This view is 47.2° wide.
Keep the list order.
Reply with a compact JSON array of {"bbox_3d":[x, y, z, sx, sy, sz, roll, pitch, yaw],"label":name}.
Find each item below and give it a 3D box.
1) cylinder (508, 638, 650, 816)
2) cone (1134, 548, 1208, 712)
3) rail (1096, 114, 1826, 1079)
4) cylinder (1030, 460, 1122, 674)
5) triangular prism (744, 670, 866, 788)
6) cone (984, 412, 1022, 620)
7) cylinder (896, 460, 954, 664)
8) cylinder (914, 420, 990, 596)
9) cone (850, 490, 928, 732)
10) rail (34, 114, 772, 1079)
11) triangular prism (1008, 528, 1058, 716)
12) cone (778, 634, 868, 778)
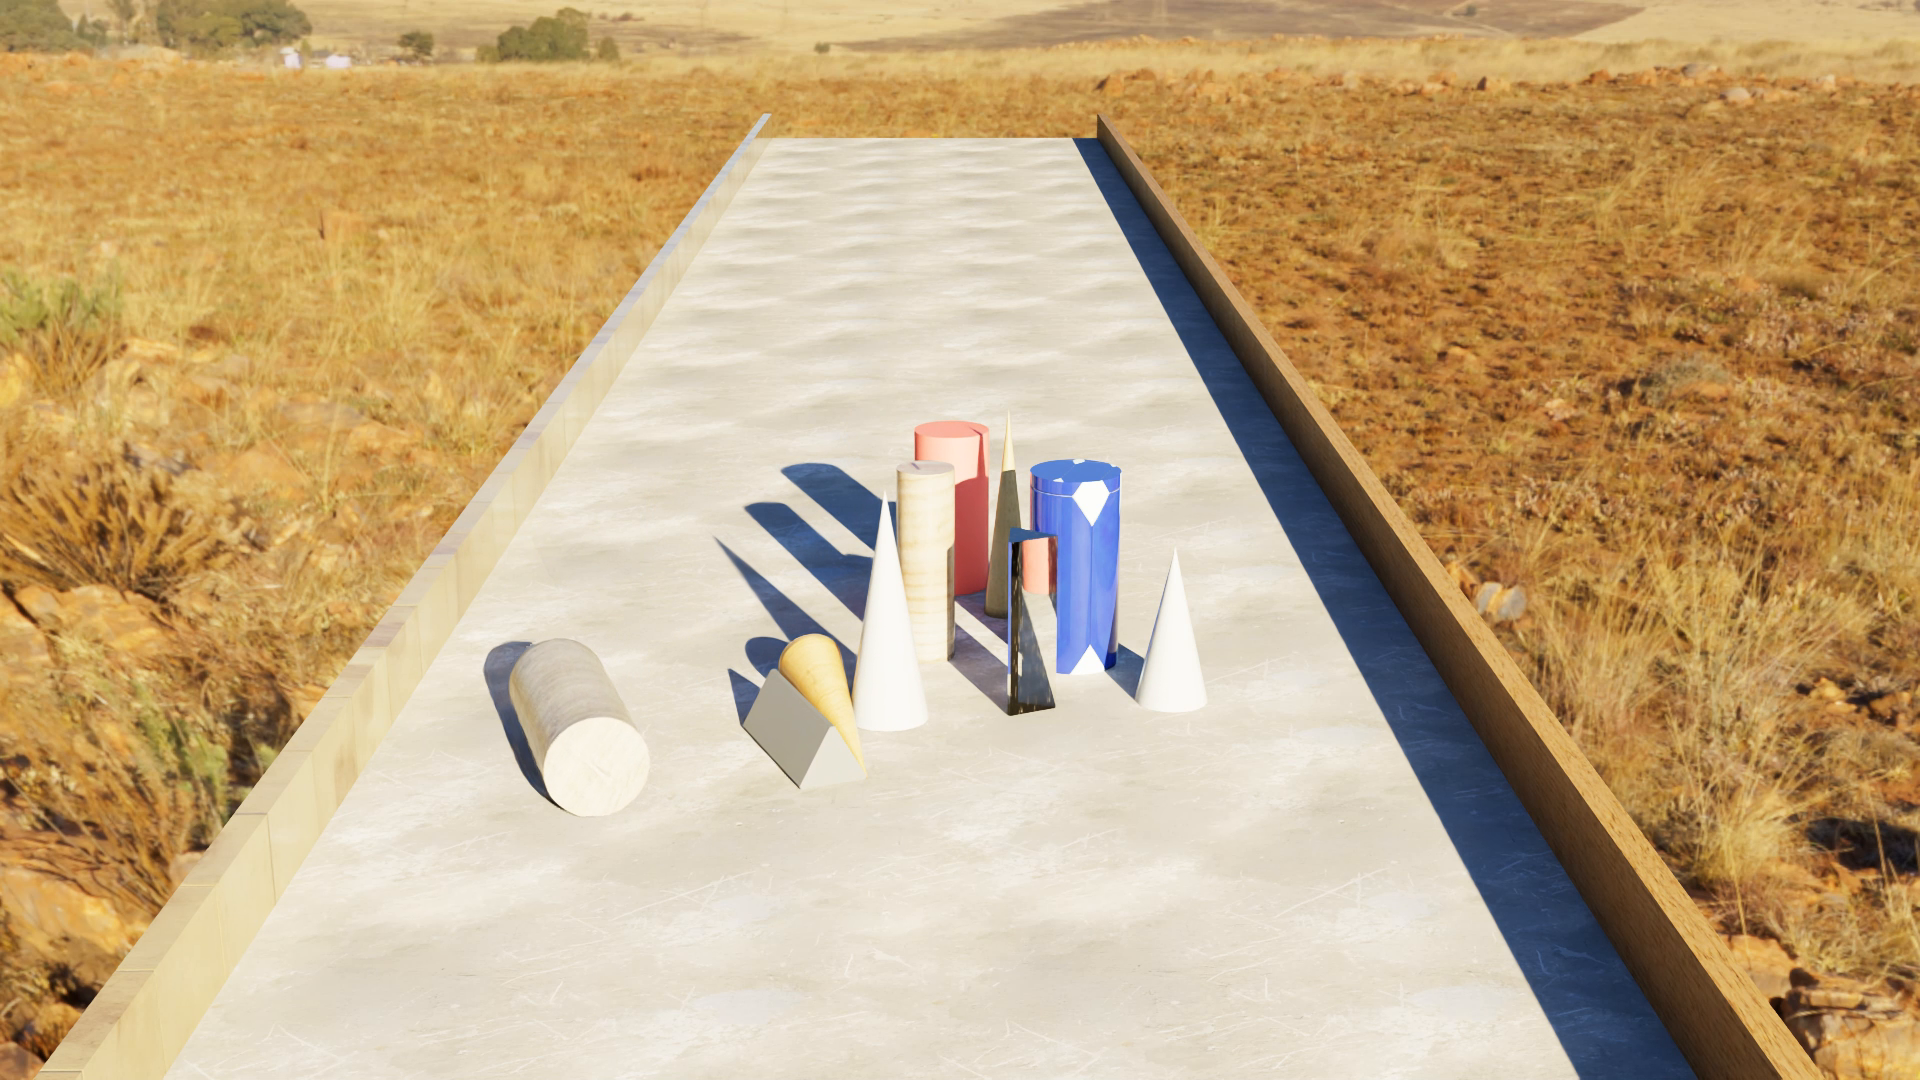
[{"bbox_3d":[-0.670,0.321,3.839,0.177,0.177,0.420,-6,17,-18],"label":"cylinder"},{"bbox_3d":[0.403,0.158,4.161,0.140,0.304,0.140,0,17,0],"label":"cone"},{"bbox_3d":[0.932,-0.844,7.801,0.050,0.150,12.000,0,17,-1],"label":"rail"},{"bbox_3d":[0.227,0.052,4.364,0.179,0.392,0.179,0,17,0],"label":"cylinder"},{"bbox_3d":[-0.282,0.329,3.926,0.122,0.105,0.314,-7,18,-22],"label":"triangular prism"},{"bbox_3d":[0.101,-0.060,4.647,0.101,0.447,0.101,0,17,0],"label":"cone"},{"bbox_3d":[-0.068,0.044,4.392,0.116,0.391,0.116,0,17,0],"label":"cylinder"},{"bbox_3d":[-0.018,-0.071,4.844,0.164,0.355,0.164,0,17,0],"label":"cylinder"},{"bbox_3d":[-0.135,0.119,4.050,0.152,0.440,0.152,0,16,0],"label":"cone"},{"bbox_3d":[-1.118,-0.838,7.780,0.050,0.150,12.000,0,17,-1],"label":"rail"},{"bbox_3d":[0.117,0.150,4.129,0.101,0.339,0.088,-8,18,-25],"label":"triangular prism"},{"bbox_3d":[-0.223,0.327,4.019,0.125,0.125,0.448,-5,25,-16],"label":"cone"}]
